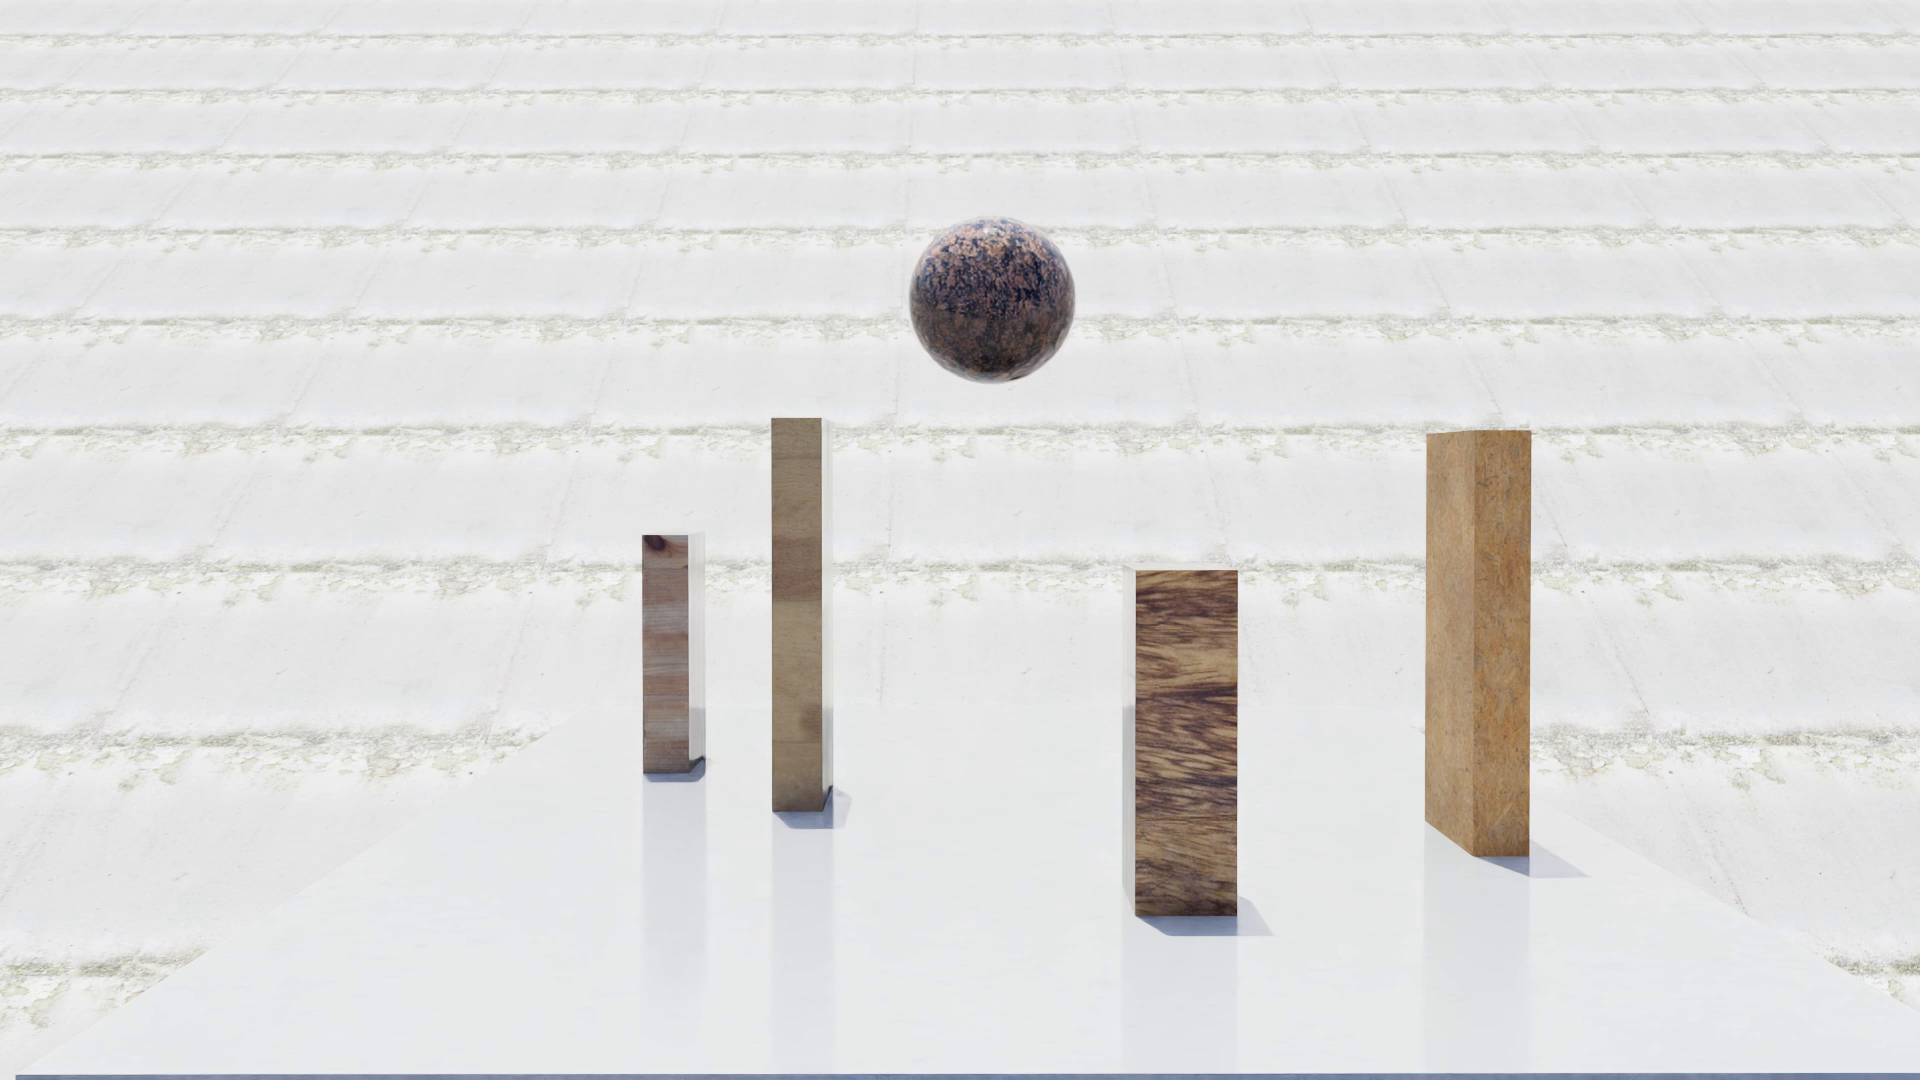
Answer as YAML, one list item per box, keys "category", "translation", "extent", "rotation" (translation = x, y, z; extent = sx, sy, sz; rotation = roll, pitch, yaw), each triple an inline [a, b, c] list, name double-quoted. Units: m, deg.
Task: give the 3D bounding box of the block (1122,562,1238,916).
- category: "block"
  translation: [0.304, 0.270, 3.601]
  extent: [0.138, 0.466, 0.272]
  rotation: [0, 2, 0]

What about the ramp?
- category: "ramp"
  translation: [0.058, 0.528, 4.565]
  extent: [2.000, 0.100, 4.000]
  rotation: [0, 2, 0]

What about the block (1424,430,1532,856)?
- category: "block"
  translation: [0.841, 0.155, 4.206]
  extent: [0.088, 0.662, 0.413]
  rotation: [0, 2, 0]

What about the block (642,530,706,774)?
- category: "block"
  translation: [-0.584, 0.222, 5.285]
  extent: [0.092, 0.474, 0.343]
  rotation: [0, 2, 0]

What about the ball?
- category: "ball"
  translation: [0.027, -0.202, 2.171]
  extent: [0.142, 0.142, 0.142]
  rotation: [0, 26, 0]

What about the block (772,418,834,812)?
- category: "block"
  translation: [-0.287, 0.127, 4.731]
  extent: [0.089, 0.693, 0.399]
  rotation: [0, 2, 0]
